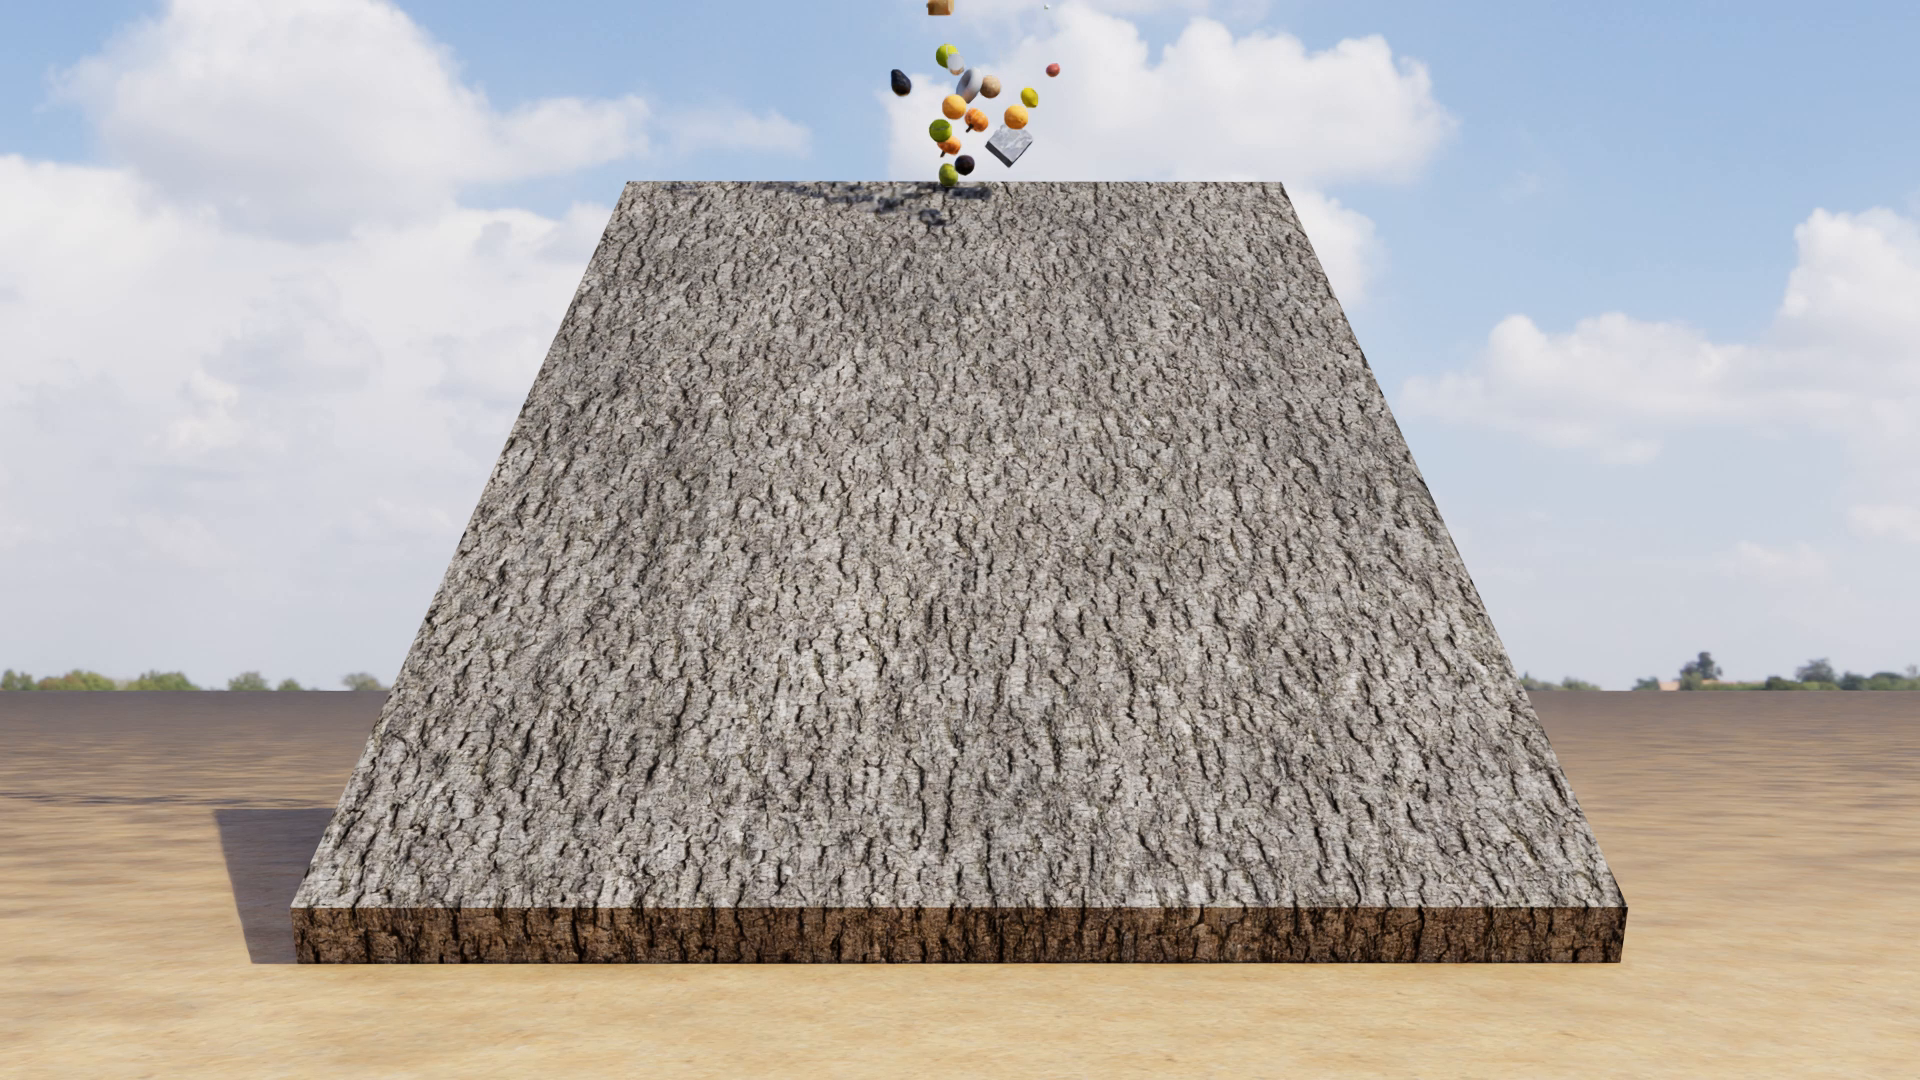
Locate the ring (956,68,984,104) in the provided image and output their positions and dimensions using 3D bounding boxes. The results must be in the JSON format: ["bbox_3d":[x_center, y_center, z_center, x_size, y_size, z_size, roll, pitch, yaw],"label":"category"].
[{"bbox_3d":[0.027,-1.322,6.786,0.038,0.115,0.115,23,-13,-25],"label":"ring"}]

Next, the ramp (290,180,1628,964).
[{"bbox_3d":[-0.008,-0.229,5.326,2.000,0.100,4.000,0,24,0],"label":"ramp"}]

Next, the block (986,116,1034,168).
[{"bbox_3d":[0.147,-1.185,6.947,0.098,0.098,0.098,41,-4,-3],"label":"block"}]

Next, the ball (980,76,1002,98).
[{"bbox_3d":[0.088,-1.334,6.864,0.067,0.067,0.067,0,-4,0],"label":"ball"}]
